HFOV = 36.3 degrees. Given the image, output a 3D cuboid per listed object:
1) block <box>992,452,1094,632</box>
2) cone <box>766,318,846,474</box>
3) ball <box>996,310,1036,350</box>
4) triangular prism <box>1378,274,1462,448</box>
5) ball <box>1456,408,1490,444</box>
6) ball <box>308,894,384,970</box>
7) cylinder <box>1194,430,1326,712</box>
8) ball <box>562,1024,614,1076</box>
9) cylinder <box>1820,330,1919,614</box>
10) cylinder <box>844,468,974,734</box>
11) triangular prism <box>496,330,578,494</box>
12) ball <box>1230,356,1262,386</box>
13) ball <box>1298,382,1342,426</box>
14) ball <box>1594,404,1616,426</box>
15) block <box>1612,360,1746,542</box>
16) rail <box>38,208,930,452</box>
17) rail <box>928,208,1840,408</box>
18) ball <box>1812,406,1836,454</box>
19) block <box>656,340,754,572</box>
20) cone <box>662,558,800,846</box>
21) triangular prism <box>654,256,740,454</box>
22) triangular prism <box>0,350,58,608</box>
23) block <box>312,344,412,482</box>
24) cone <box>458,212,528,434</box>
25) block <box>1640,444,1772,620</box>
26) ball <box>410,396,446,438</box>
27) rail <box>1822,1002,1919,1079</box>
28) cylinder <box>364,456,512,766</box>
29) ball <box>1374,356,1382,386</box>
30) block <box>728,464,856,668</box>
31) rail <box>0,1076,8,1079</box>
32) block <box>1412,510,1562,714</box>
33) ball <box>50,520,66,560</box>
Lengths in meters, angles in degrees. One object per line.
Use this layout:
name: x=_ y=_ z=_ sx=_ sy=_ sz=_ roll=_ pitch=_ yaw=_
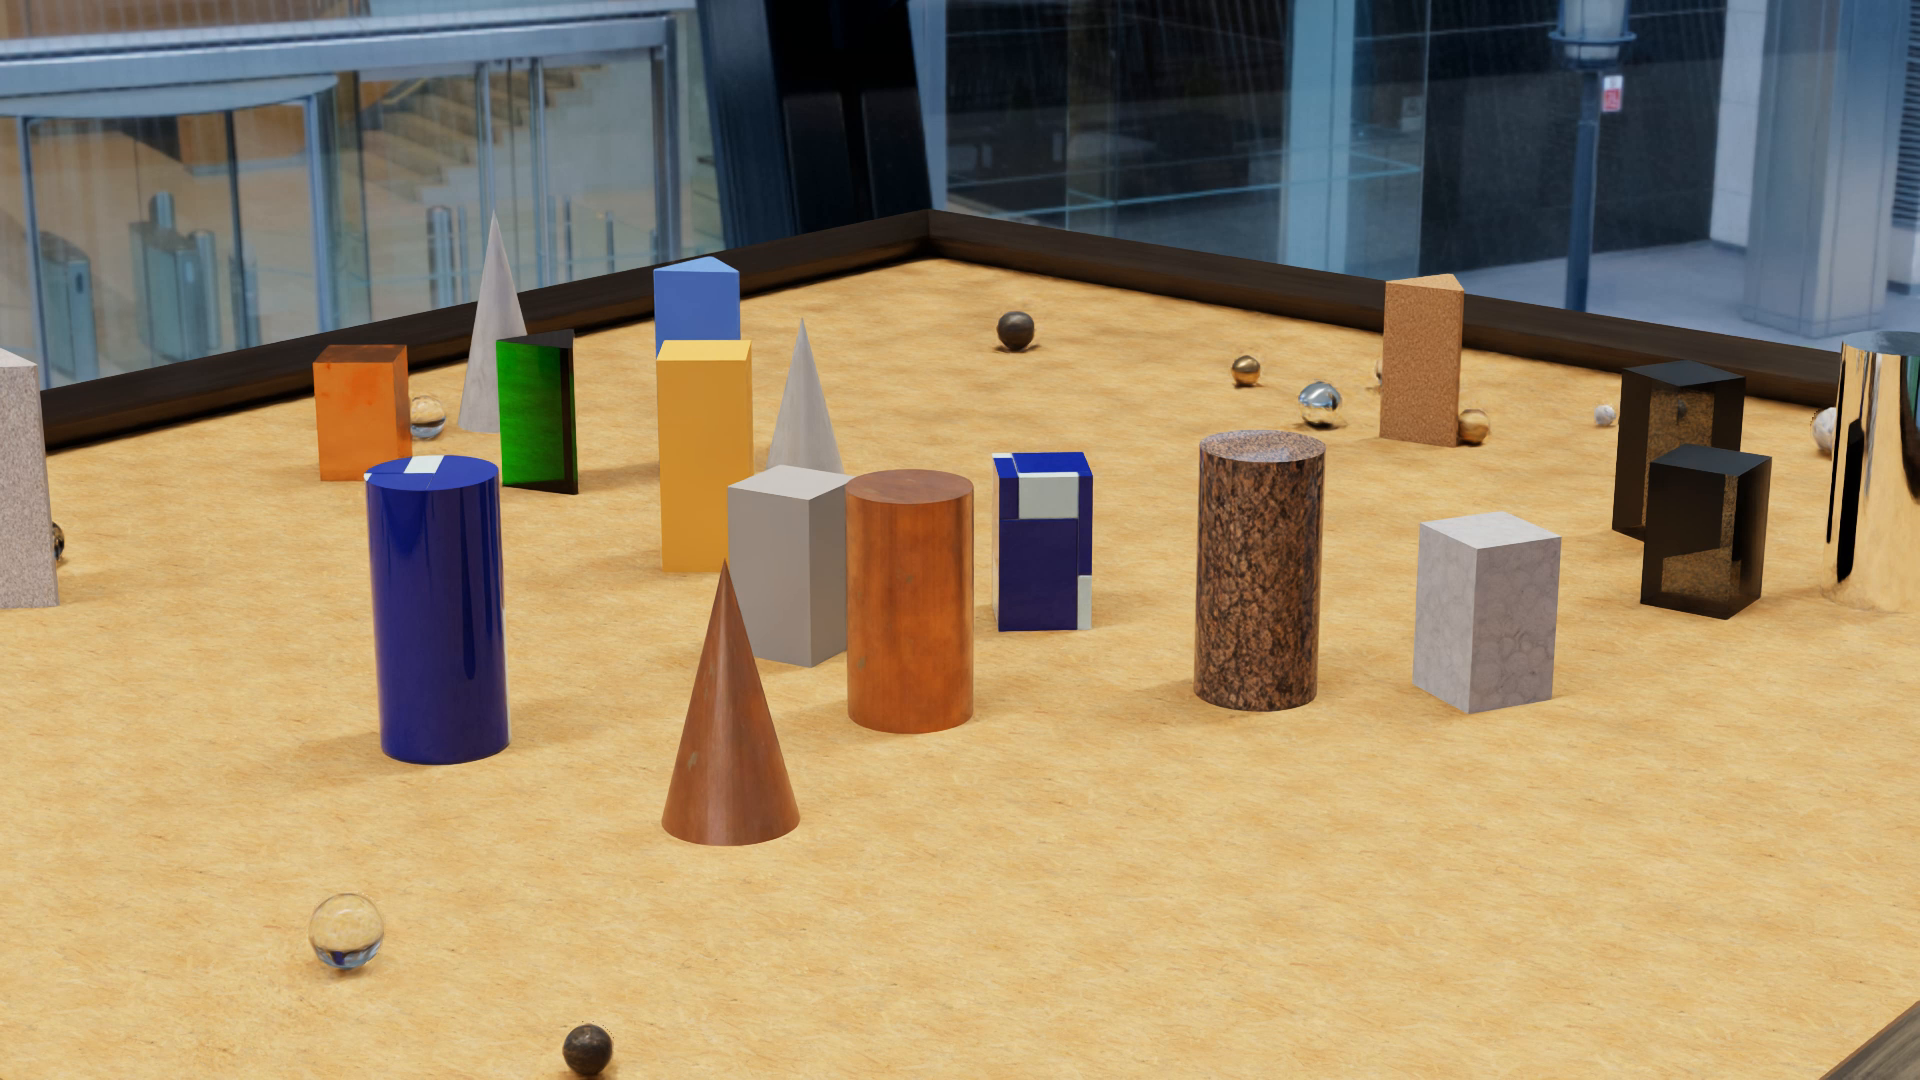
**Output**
block: x=0.138 y=0.002 z=4.979 sx=0.157 sy=0.269 sz=0.157 roll=-1 pitch=17 yaw=-4
cone: x=-0.296 y=-0.234 z=5.553 sx=0.196 sy=0.389 sz=0.196 roll=0 pitch=17 yaw=0
ball: x=0.133 y=-0.497 z=6.941 sx=0.092 sy=0.092 sz=0.092 roll=0 pitch=17 yaw=0
triangular prism: x=0.992 y=-0.381 z=6.138 sx=0.170 sy=0.332 sz=0.147 roll=10 pitch=19 yaw=29
ball: x=1.068 y=-0.237 z=6.112 sx=0.073 sy=0.073 sz=0.073 roll=0 pitch=17 yaw=0
ball: x=-0.767 y=0.489 z=3.666 sx=0.094 sy=0.094 sz=0.094 roll=0 pitch=17 yaw=0
cylinder: x=0.469 y=0.047 z=4.599 sx=0.196 sy=0.402 sz=0.196 roll=0 pitch=17 yaw=0
ball: x=-0.431 y=0.590 z=3.393 sx=0.058 sy=0.058 sz=0.058 roll=0 pitch=17 yaw=0
cylinder: x=1.604 y=-0.118 z=5.059 sx=0.196 sy=0.453 sz=0.196 roll=0 pitch=17 yaw=0
cylinder: x=-0.077 y=0.093 z=4.510 sx=0.196 sy=0.365 sz=0.196 roll=0 pitch=17 yaw=0
triangular prism: x=-0.799 y=-0.258 z=5.797 sx=0.170 sy=0.294 sz=0.147 roll=7 pitch=18 yaw=22
ball: x=0.643 y=-0.381 z=6.595 sx=0.068 sy=0.068 sz=0.068 roll=0 pitch=17 yaw=0
ball: x=0.766 y=-0.289 z=6.241 sx=0.096 sy=0.096 sz=0.096 roll=0 pitch=17 yaw=0
ball: x=1.374 y=-0.265 z=6.250 sx=0.046 sy=0.046 sz=0.046 roll=0 pitch=17 yaw=0
block: x=1.331 y=-0.159 z=5.437 sx=0.157 sy=0.311 sz=0.157 roll=-8 pitch=19 yaw=-26
rail: x=-1.534 y=-0.353 z=6.395 sx=0.045 sy=0.127 sz=4.469 roll=14 pitch=22 yaw=39
rail: x=1.449 y=-0.450 z=6.718 sx=4.111 sy=0.127 sz=0.045 roll=14 pitch=22 yaw=39
ball: x=1.803 y=-0.226 z=6.029 sx=0.098 sy=0.098 sz=0.098 roll=0 pitch=17 yaw=0
block: x=-0.455 y=-0.152 z=5.278 sx=0.157 sy=0.390 sz=0.157 roll=0 pitch=17 yaw=0
cone: x=-0.323 y=0.209 z=4.085 sx=0.196 sy=0.388 sz=0.196 roll=0 pitch=17 yaw=0
triangular prism: x=-0.512 y=-0.353 z=5.906 sx=0.170 sy=0.413 sz=0.147 roll=2 pitch=17 yaw=6
triangular prism: x=-1.655 y=-0.108 z=5.067 sx=0.170 sy=0.427 sz=0.147 roll=-3 pitch=17 yaw=-9
block: x=-1.196 y=-0.256 z=5.879 sx=0.157 sy=0.242 sz=0.157 roll=0 pitch=17 yaw=0
cone: x=-0.979 y=-0.476 z=6.223 sx=0.196 sy=0.466 sz=0.196 roll=0 pitch=17 yaw=0
block: x=1.288 y=-0.016 z=5.064 sx=0.157 sy=0.254 sz=0.157 roll=12 pitch=20 yaw=34
ball: x=-1.123 y=-0.258 z=6.152 sx=0.089 sy=0.089 sz=0.089 roll=0 pitch=17 yaw=0
rail: x=1.534 y=0.416 z=3.845 sx=0.045 sy=0.127 sz=4.469 roll=14 pitch=22 yaw=39
cylinder: x=-0.777 y=0.103 z=4.375 sx=0.196 sy=0.423 sz=0.196 roll=0 pitch=17 yaw=0
ball: x=0.970 y=-0.378 z=6.559 sx=0.084 sy=0.084 sz=0.084 roll=0 pitch=17 yaw=0
block: x=-0.270 y=0.041 z=4.821 sx=0.157 sy=0.284 sz=0.157 roll=9 pitch=19 yaw=29
rail: x=-1.449 y=0.514 z=3.522 sx=4.111 sy=0.127 sz=0.045 roll=14 pitch=22 yaw=39
block: x=0.827 y=0.112 z=4.613 sx=0.157 sy=0.269 sz=0.157 roll=-8 pitch=18 yaw=-24
ball: x=-1.660 y=0.003 z=5.294 sx=0.085 sy=0.085 sz=0.085 roll=0 pitch=17 yaw=0
